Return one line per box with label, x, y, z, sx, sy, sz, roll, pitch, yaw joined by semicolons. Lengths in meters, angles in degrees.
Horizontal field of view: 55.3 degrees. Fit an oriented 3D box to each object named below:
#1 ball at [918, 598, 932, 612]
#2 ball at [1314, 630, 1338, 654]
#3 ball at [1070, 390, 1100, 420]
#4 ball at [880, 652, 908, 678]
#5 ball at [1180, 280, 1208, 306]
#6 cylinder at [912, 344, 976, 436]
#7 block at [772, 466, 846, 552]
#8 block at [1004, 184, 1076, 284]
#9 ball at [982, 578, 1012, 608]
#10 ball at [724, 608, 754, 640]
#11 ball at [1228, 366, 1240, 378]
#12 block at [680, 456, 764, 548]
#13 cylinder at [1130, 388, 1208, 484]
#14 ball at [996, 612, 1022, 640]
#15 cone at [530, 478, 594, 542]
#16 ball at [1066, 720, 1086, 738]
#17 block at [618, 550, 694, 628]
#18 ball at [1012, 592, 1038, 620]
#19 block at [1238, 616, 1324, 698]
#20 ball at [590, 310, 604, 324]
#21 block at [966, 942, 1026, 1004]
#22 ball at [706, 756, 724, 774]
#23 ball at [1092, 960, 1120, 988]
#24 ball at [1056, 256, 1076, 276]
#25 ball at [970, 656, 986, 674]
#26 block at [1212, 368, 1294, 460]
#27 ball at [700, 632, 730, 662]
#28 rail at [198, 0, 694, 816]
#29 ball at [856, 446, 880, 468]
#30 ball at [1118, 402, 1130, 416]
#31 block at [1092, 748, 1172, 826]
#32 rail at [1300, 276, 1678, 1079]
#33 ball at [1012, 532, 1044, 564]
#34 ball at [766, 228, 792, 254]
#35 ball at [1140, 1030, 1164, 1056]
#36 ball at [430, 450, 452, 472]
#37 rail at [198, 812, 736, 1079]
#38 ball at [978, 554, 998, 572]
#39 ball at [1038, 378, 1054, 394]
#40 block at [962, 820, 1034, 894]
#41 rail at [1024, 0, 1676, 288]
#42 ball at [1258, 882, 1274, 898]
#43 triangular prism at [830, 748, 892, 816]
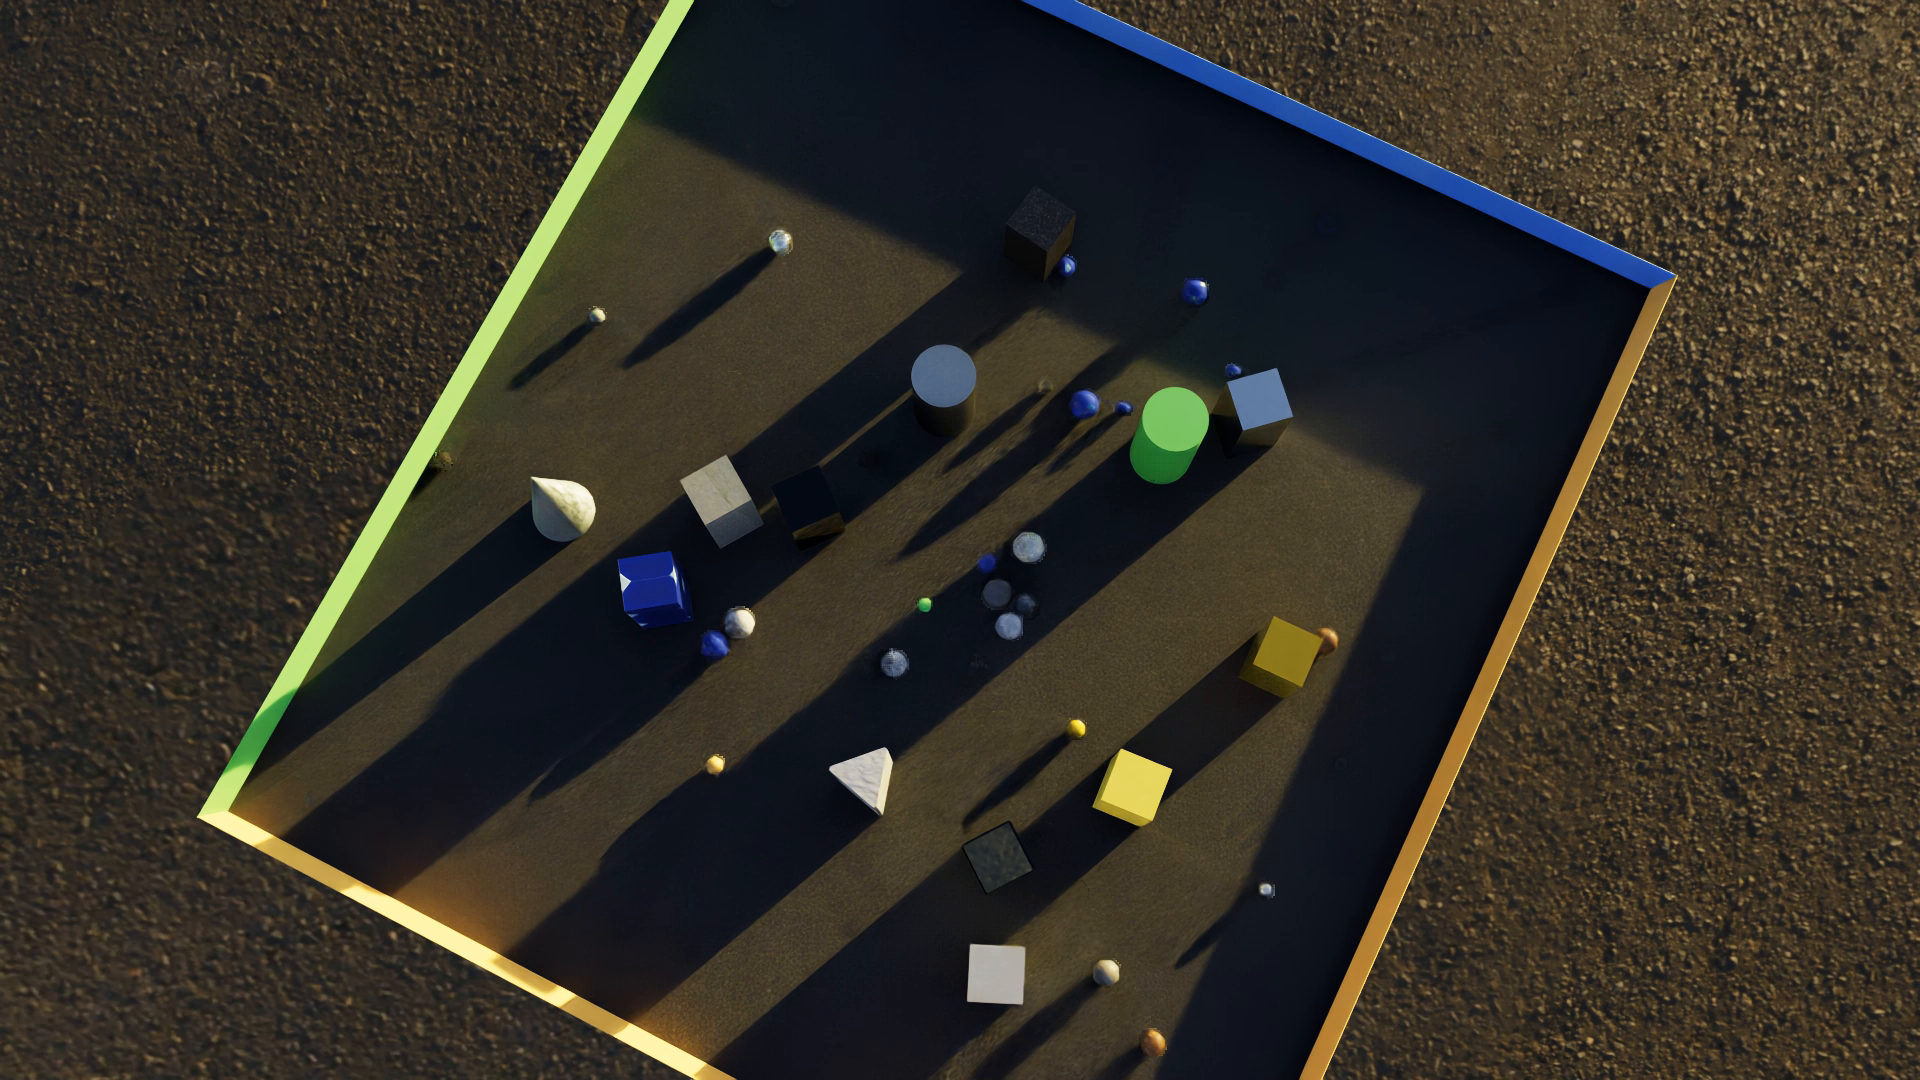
ball;-0.106;0.197;5.554;0.042;0.042;0.042;0;78;0
ball;1.099;0.306;5.515;0.076;0.076;0.076;0;78;0
ball;0.384;-0.416;5.656;0.091;0.091;0.091;0;78;0
ball;-0.198;0.373;5.499;0.079;0.079;0.079;0;78;0
ball;0.733;-0.774;5.734;0.084;0.084;0.084;0;78;0
cylinder;-0.047;-0.447;5.537;0.192;0.337;0.192;0;78;0
block;-0.452;-0.092;5.490;0.154;0.284;0.154;-24;79;-5
block;0.245;-0.943;5.669;0.154;0.279;0.154;35;80;7
ball;0.114;0.161;5.538;0.089;0.089;0.089;0;78;0
ball;-0.665;0.253;5.518;0.091;0.091;0.091;0;78;0
ball;0.852;-0.524;5.704;0.042;0.042;0.042;0;78;0
block;-0.706;-0.110;5.464;0.154;0.342;0.154;-30;80;-6
cylinder;0.621;-0.307;5.472;0.192;0.407;0.192;0;78;0
ball;0.147;0.260;5.521;0.081;0.081;0.081;0;78;0
cone;-1.218;-0.134;5.418;0.192;0.444;0.192;0;78;0
ball;0.347;0.566;5.471;0.055;0.055;0.055;0;78;0
block;-0.896;0.151;5.419;0.154;0.326;0.154;-9;78;-2
ball;0.197;0.200;5.535;0.079;0.079;0.079;0;78;0
block;0.940;0.349;5.394;0.154;0.293;0.154;25;79;5
ball;-1.136;-0.699;5.737;0.048;0.048;0.048;0;78;0
block;0.100;1.228;5.200;0.154;0.318;0.154;3;78;1
ball;-0.729;0.671;5.450;0.053;0.053;0.053;0;78;0
ball;0.423;1.257;5.316;0.080;0.080;0.080;0;78;0
ball;0.332;-0.859;5.762;0.062;0.062;0.062;0;78;0
ball;0.053;0.377;5.512;0.051;0.051;0.051;0;78;0
block;0.876;-0.376;5.519;0.154;0.344;0.154;-16;79;-3
ball;-0.736;0.320;5.506;0.087;0.087;0.087;0;78;0
rail;-1.421;-0.689;5.694;0.045;0.125;3.464;26;80;5
ball;-0.283;-0.255;5.632;0.073;0.073;0.073;0;78;0
ball;0.508;-0.407;5.680;0.041;0.041;0.041;0;78;0
block;0.493;0.718;5.289;0.154;0.351;0.154;22;79;4
rail;1.421;0.702;5.406;0.045;0.125;3.464;26;80;5
ball;0.208;0.022;5.563;0.096;0.096;0.096;0;78;0
ball;-0.569;-0.942;5.771;0.080;0.080;0.080;0;78;0
ball;0.555;1.450;5.280;0.070;0.070;0.070;0;78;0
ball;-1.597;-0.244;5.634;0.065;0.065;0.065;0;78;0
rail;-0.764;1.503;5.241;3.225;0.125;0.045;26;80;5
ball;0.084;0.070;5.572;0.059;0.059;0.059;0;78;0
ball;0.268;-0.476;5.689;0.050;0.050;0.050;0;78;0
block;0.109;0.920;5.302;0.154;0.243;0.154;-27;80;-5
rail;0.764;-1.490;5.860;3.225;0.125;0.045;26;80;5
ball;0.899;1.027;5.381;0.044;0.044;0.044;0;78;0
triangular prism;-0.251;0.671;5.263;0.166;0.420;0.144;40;81;8
